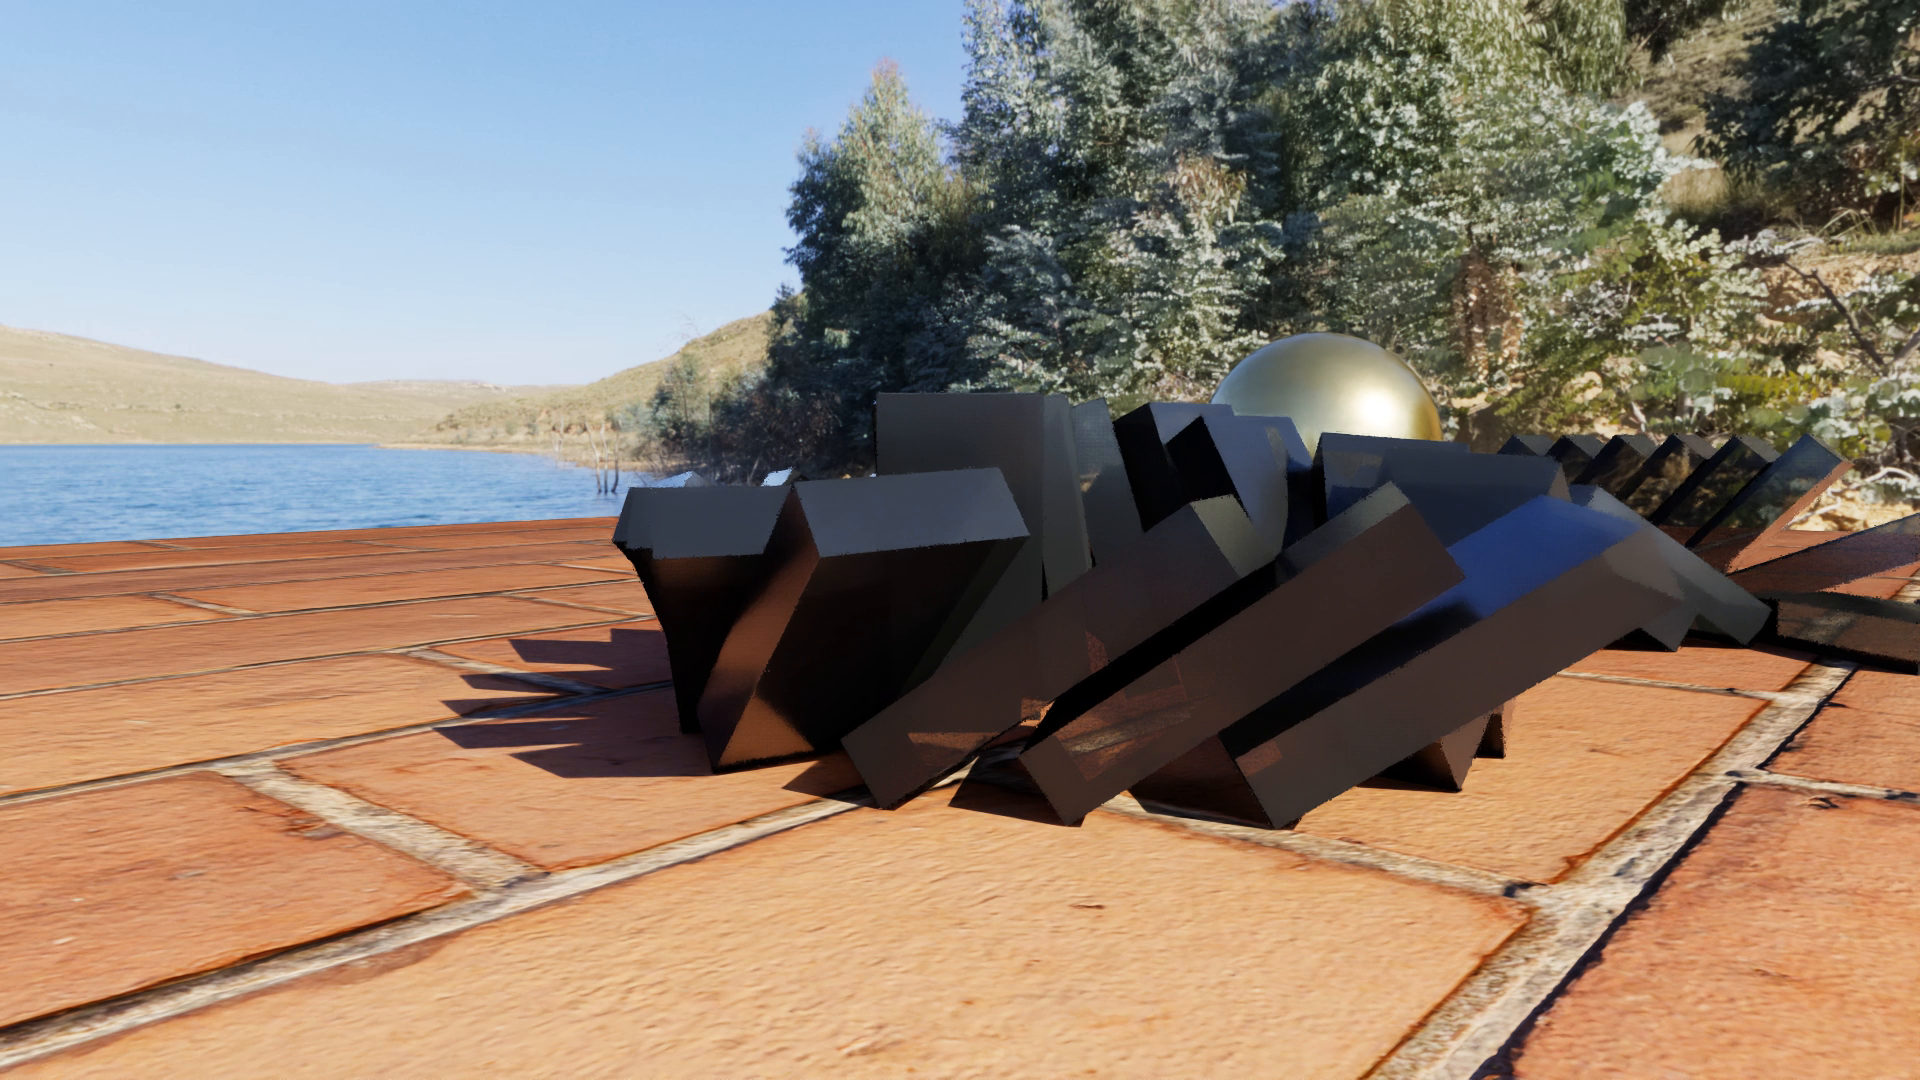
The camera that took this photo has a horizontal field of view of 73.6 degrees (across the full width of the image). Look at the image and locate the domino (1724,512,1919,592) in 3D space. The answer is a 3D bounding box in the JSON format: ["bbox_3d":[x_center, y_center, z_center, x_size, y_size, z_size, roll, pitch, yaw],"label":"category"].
[{"bbox_3d":[0.202,0.005,0.294,0.050,0.009,0.025,-26,-17,35],"label":"domino"}]

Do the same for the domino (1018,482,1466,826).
[{"bbox_3d":[0.032,0.012,0.148,0.050,0.010,0.025,-36,-2,16],"label":"domino"}]

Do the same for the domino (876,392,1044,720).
[{"bbox_3d":[0.000,0.002,0.199,0.025,0.050,0.009,0,8,0],"label":"domino"}]

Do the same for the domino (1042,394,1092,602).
[{"bbox_3d":[0.012,0.000,0.230,0.010,0.050,0.025,-13,10,-26],"label":"domino"}]

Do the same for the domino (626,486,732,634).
[{"bbox_3d":[-0.031,0.010,0.191,0.025,0.010,0.050,-1,-31,0],"label":"domino"}]

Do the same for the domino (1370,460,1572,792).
[{"bbox_3d":[0.063,0.009,0.176,0.025,0.010,0.050,4,47,43],"label":"domino"}]

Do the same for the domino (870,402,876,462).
[{"bbox_3d":[0.000,0.001,0.215,0.025,0.050,0.010,1,16,16],"label":"domino"}]

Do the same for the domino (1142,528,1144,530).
[{"bbox_3d":[0.050,0.003,0.264,0.050,0.010,0.025,36,-1,-8],"label":"domino"}]

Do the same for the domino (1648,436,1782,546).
[{"bbox_3d":[0.179,-0.004,0.318,0.025,0.050,0.009,-5,46,-48],"label":"domino"}]

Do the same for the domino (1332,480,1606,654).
[{"bbox_3d":[0.105,0.005,0.268,0.050,0.010,0.025,32,0,-8],"label":"domino"}]

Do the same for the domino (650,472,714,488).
[{"bbox_3d":[-0.035,0.006,0.239,0.050,0.009,0.025,34,-18,-23],"label":"domino"}]

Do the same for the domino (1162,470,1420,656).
[{"bbox_3d":[0.067,0.004,0.265,0.050,0.009,0.025,36,-1,-8],"label":"domino"}]

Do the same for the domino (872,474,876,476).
[{"bbox_3d":[0.002,0.005,0.256,0.050,0.009,0.025,35,-3,-12],"label":"domino"}]

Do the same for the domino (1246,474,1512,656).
[{"bbox_3d":[0.086,0.005,0.266,0.050,0.009,0.025,34,0,-8],"label":"domino"}]

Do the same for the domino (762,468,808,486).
[{"bbox_3d":[-0.017,0.005,0.250,0.050,0.009,0.025,35,-10,-15],"label":"domino"}]

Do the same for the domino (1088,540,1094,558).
[{"bbox_3d":[0.035,0.004,0.265,0.050,0.009,0.025,36,-1,-9],"label":"domino"}]

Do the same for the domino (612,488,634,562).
[{"bbox_3d":[-0.033,0.009,0.212,0.025,0.010,0.050,1,-30,17],"label":"domino"}]

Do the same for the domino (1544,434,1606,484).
[{"bbox_3d":[0.151,-0.006,0.342,0.025,0.050,0.010,-5,45,-48],"label":"domino"}]

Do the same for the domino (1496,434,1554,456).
[{"bbox_3d":[0.142,-0.006,0.350,0.025,0.050,0.009,-5,45,-48],"label":"domino"}]

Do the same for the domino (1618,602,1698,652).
[{"bbox_3d":[0.125,0.005,0.269,0.050,0.009,0.025,31,-3,-13],"label":"domino"}]

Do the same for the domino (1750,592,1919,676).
[{"bbox_3d":[0.186,0.018,0.261,0.025,0.010,0.050,0,4,-6],"label":"domino"}]

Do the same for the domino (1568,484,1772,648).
[{"bbox_3d":[0.143,0.005,0.273,0.050,0.010,0.025,31,-3,-13],"label":"domino"}]

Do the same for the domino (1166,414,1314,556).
[{"bbox_3d":[0.057,0.002,0.223,0.025,0.050,0.010,-3,-26,-39],"label":"domino"}]

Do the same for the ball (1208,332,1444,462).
[{"bbox_3d":[0.121,-0.030,0.434,0.080,0.080,0.080,0,4,0],"label":"ball"}]

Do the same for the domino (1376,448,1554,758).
[{"bbox_3d":[0.072,0.007,0.192,0.025,0.010,0.050,6,49,30],"label":"domino"}]

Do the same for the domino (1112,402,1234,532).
[{"bbox_3d":[0.046,0.000,0.235,0.025,0.050,0.010,-4,-16,-43],"label":"domino"}]

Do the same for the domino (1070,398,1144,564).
[{"bbox_3d":[0.029,0.000,0.236,0.009,0.050,0.025,-16,3,7],"label":"domino"}]

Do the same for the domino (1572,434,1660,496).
[{"bbox_3d":[0.160,-0.005,0.334,0.025,0.050,0.009,-5,45,-48],"label":"domino"}]

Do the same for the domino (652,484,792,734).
[{"bbox_3d":[-0.026,0.011,0.172,0.025,0.010,0.050,-3,-31,-10],"label":"domino"}]

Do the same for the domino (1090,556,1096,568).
[{"bbox_3d":[0.019,0.005,0.261,0.050,0.009,0.025,35,-1,-9],"label":"domino"}]

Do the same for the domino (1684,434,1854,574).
[{"bbox_3d":[0.189,-0.003,0.309,0.025,0.050,0.009,-1,45,-50],"label":"domino"}]

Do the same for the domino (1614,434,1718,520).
[{"bbox_3d":[0.170,-0.004,0.326,0.025,0.050,0.009,-5,45,-48],"label":"domino"}]

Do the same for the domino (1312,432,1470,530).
[{"bbox_3d":[0.072,0.004,0.211,0.025,0.050,0.010,5,-39,5],"label":"domino"}]

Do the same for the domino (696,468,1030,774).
[{"bbox_3d":[-0.014,0.011,0.156,0.025,0.010,0.050,-6,-32,-29],"label":"domino"}]

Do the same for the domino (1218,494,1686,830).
[{"bbox_3d":[0.054,0.013,0.151,0.050,0.009,0.025,-31,9,5],"label":"domino"}]

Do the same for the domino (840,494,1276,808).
[{"bbox_3d":[0.012,0.013,0.153,0.050,0.009,0.025,-36,-9,20],"label":"domino"}]
